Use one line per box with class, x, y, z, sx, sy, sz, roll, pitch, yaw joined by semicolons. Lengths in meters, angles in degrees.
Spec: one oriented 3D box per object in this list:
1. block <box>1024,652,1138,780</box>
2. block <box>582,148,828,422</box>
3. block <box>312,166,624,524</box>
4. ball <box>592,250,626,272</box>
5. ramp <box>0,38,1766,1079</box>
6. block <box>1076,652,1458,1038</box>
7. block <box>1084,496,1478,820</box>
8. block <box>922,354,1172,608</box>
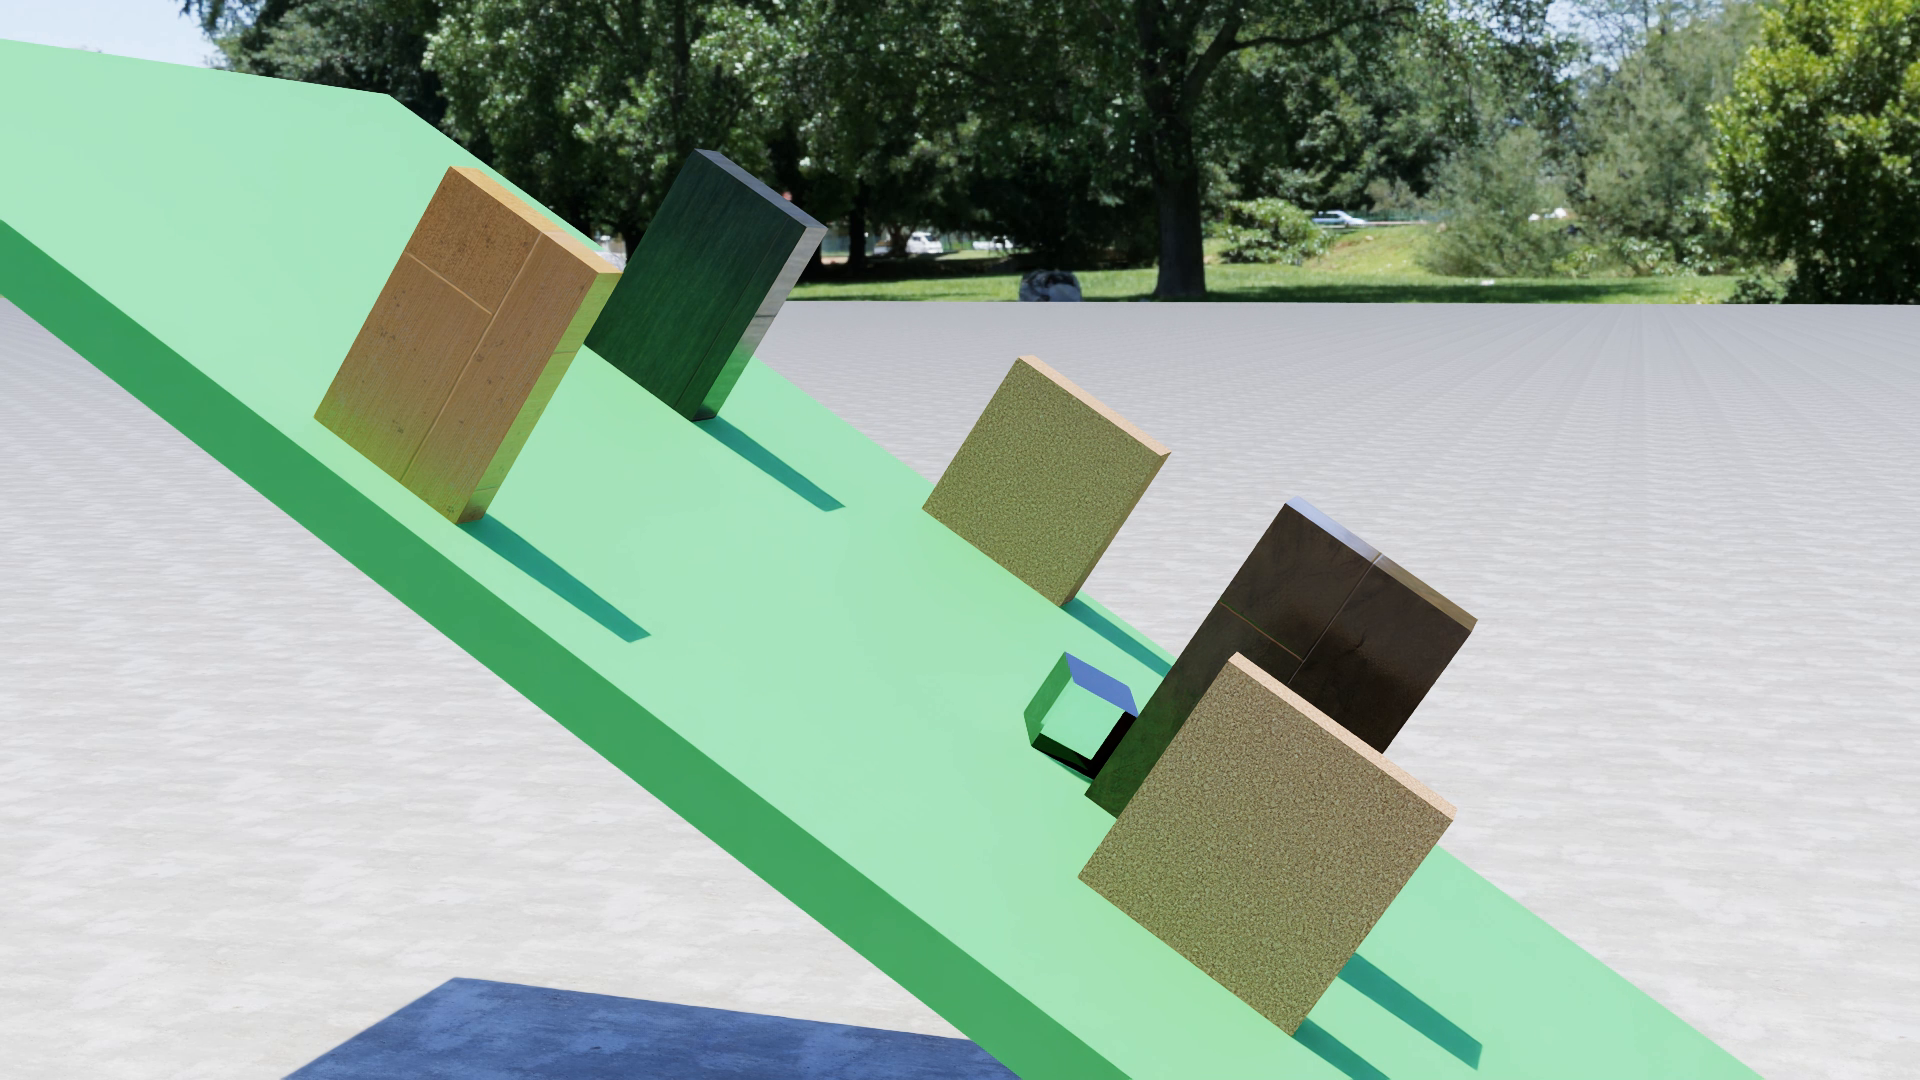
block;0.219;0.319;3.986;0.143;0.143;0.143;29;16;-14
block;-0.521;-0.517;4.480;0.287;0.466;0.123;36;15;10
block;-0.751;-0.295;3.342;0.288;0.454;0.082;36;15;10
ball;-0.761;-0.528;4.619;0.160;0.160;0.160;0;7;0
ramp;-0.125;0.210;4.098;4.000;0.100;2.000;36;15;10
block;0.477;0.477;3.453;0.415;0.435;0.080;36;15;10
block;0.551;0.291;3.807;0.373;0.628;0.138;36;15;10
block;0.189;-0.131;4.829;0.377;0.403;0.123;36;15;10
